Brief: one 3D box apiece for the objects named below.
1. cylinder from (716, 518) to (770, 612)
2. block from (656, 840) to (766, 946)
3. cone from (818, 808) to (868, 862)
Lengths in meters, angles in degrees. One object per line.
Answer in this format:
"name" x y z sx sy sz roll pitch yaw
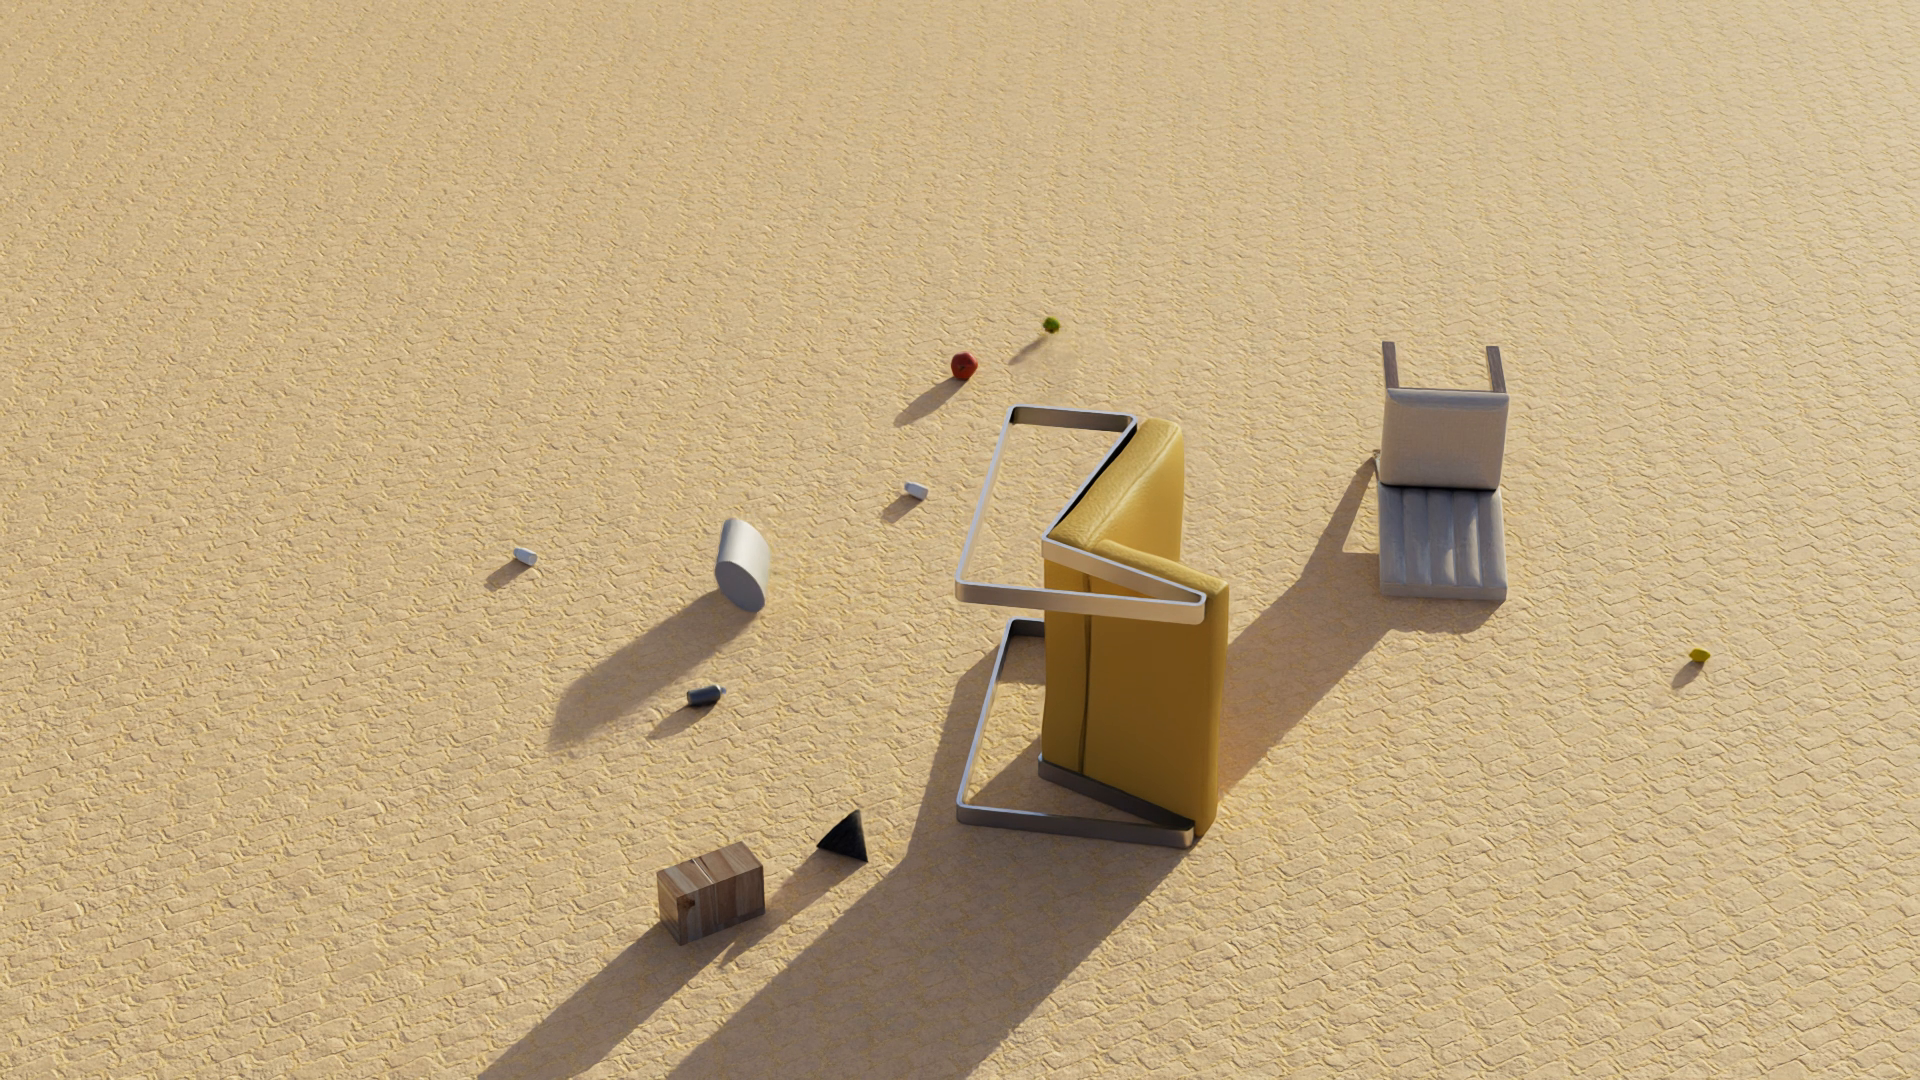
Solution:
"cylinder" -0.783 0.091 10.604 0.131 0.250 0.279 -27 29 18
"block" -0.772 1.096 9.103 0.298 0.195 0.141 -18 38 -25
"cone" -0.342 0.976 9.391 0.149 0.190 0.170 48 31 9
